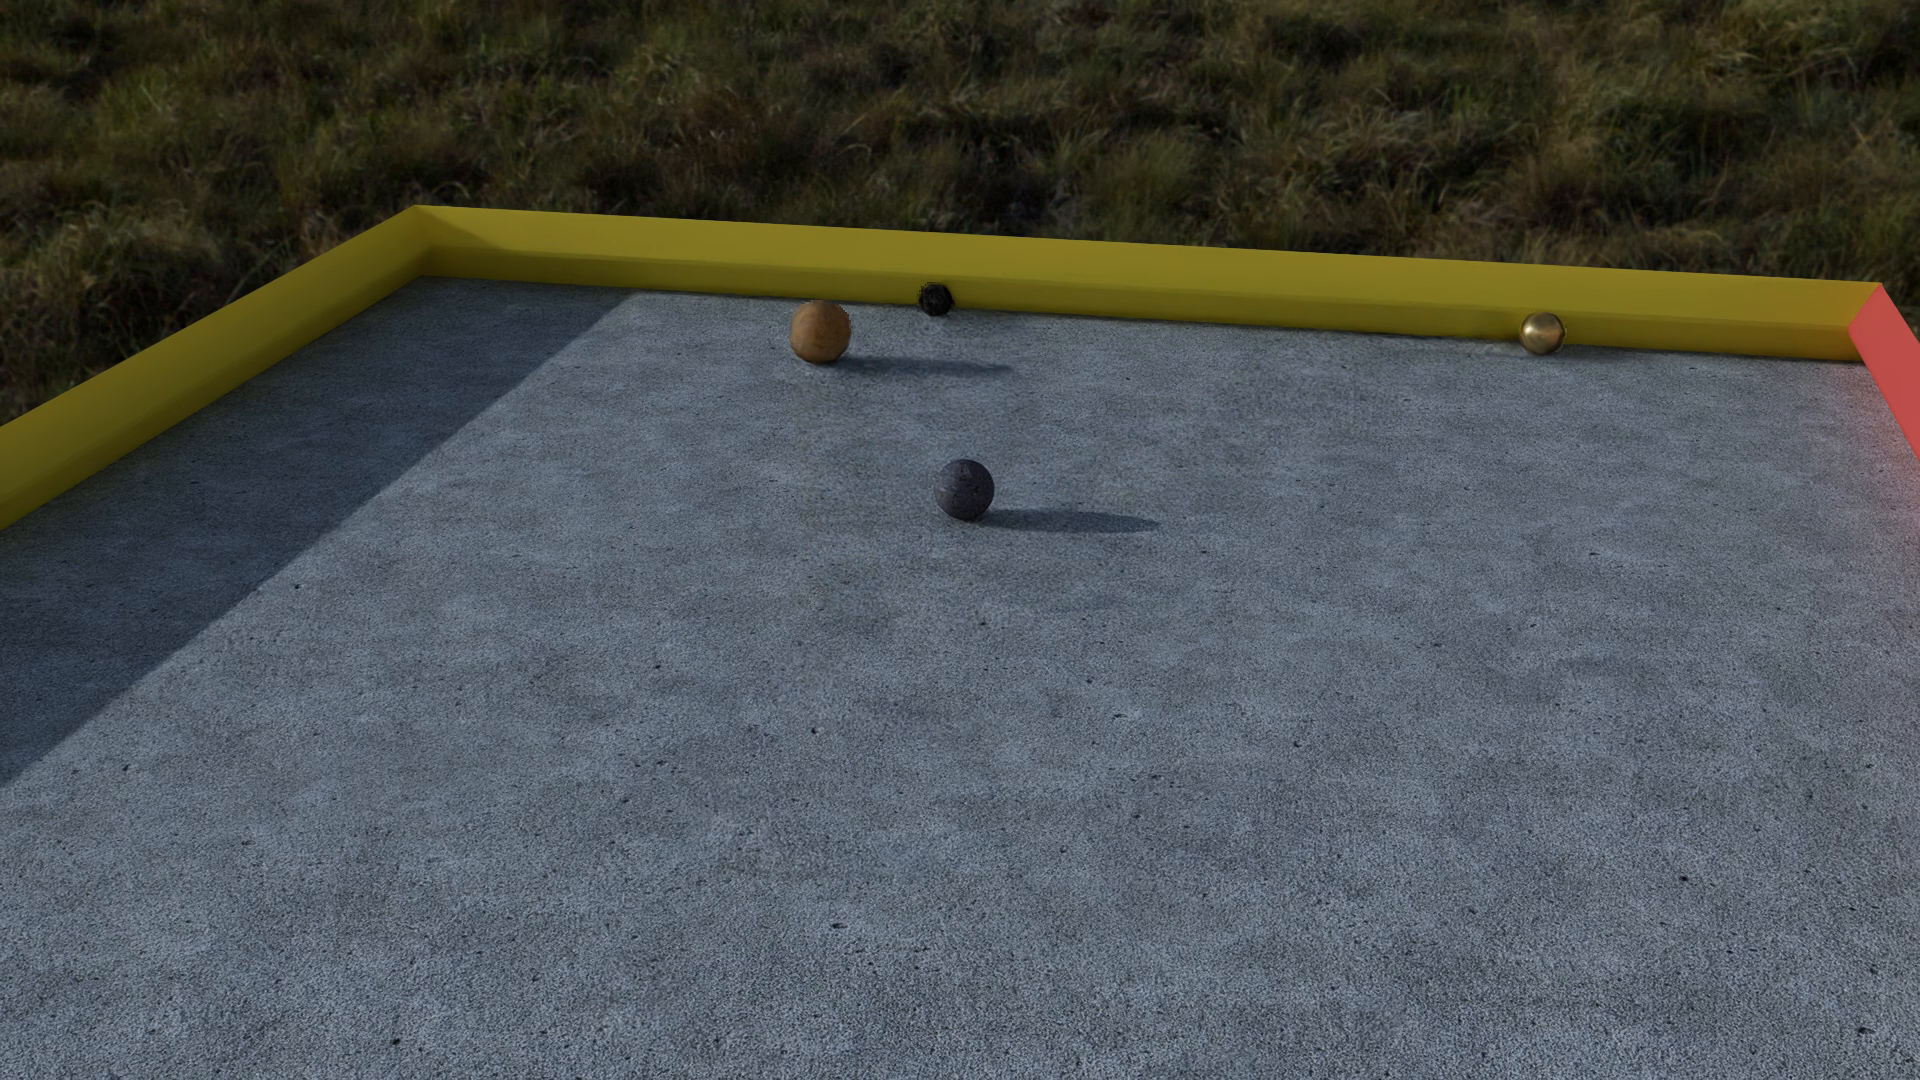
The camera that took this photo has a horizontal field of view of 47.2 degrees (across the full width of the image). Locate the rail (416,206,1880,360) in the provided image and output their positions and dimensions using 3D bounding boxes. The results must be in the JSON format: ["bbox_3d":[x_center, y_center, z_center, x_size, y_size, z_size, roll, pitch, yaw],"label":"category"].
[{"bbox_3d":[0.219,-0.411,3.506,2.352,0.121,0.045,5,23,11],"label":"rail"}]

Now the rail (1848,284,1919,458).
[{"bbox_3d":[0.903,0.465,1.363,0.045,0.121,4.290,5,23,11],"label":"rail"}]

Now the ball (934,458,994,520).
[{"bbox_3d":[0.005,-0.063,2.718,0.075,0.075,0.075,0,22,0],"label":"ball"}]

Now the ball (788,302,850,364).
[{"bbox_3d":[-0.210,-0.309,3.297,0.093,0.093,0.093,0,22,0],"label":"ball"}]

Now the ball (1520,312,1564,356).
[{"bbox_3d":[0.884,-0.314,3.342,0.067,0.067,0.067,0,22,0],"label":"ball"}]

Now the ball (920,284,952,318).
[{"bbox_3d":[-0.039,-0.385,3.534,0.053,0.053,0.053,0,22,0],"label":"ball"}]

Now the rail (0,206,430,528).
[{"bbox_3d":[-1.351,0.283,1.808,0.045,0.121,4.290,5,23,11],"label":"rail"}]
